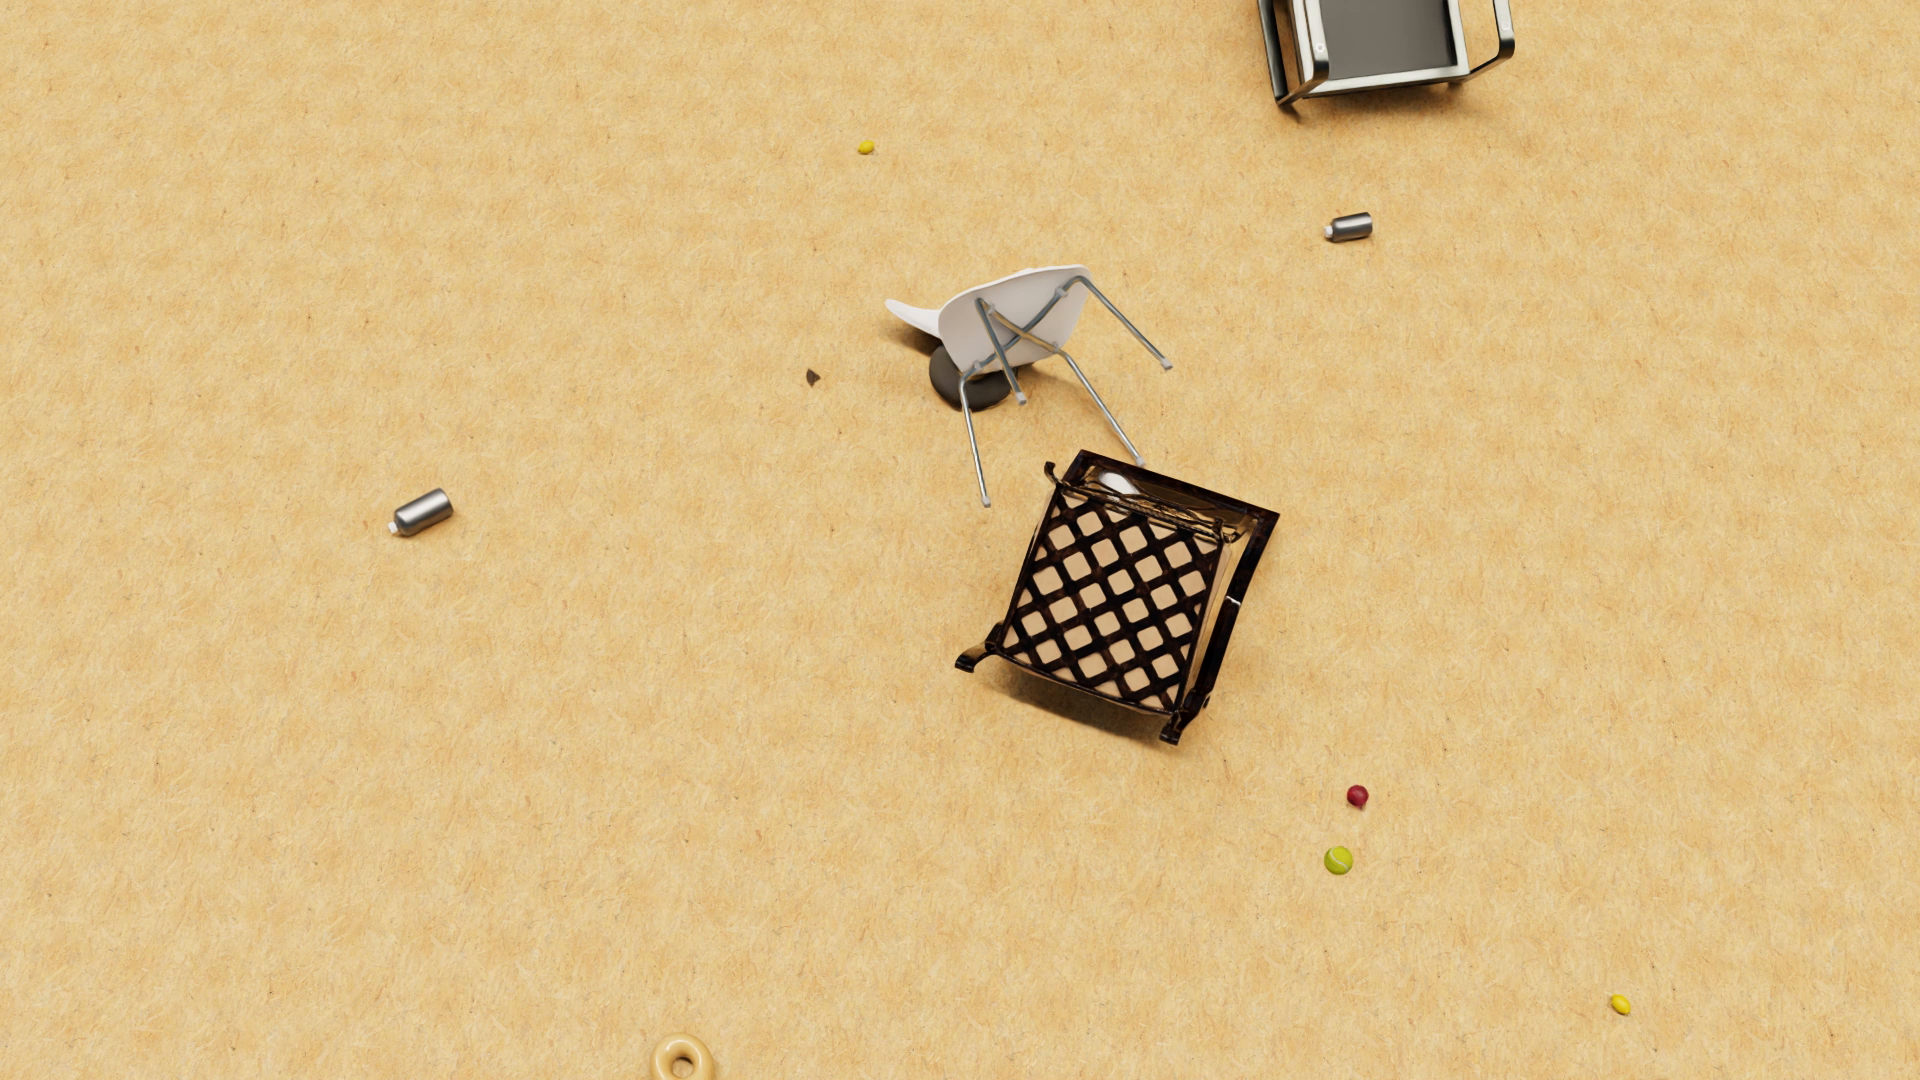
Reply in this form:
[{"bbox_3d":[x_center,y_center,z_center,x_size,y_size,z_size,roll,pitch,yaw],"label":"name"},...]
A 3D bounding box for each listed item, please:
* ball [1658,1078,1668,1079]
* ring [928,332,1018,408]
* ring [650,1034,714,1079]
[{"bbox_3d":[1.781,1.418,5.554,0.113,0.113,0.113,0,56,0],"label":"ball"},{"bbox_3d":[0.041,-0.532,6.890,0.279,0.070,0.296,-5,55,-4],"label":"ring"},{"bbox_3d":[-0.710,1.348,5.624,0.161,0.076,0.186,-28,62,-16],"label":"ring"}]
